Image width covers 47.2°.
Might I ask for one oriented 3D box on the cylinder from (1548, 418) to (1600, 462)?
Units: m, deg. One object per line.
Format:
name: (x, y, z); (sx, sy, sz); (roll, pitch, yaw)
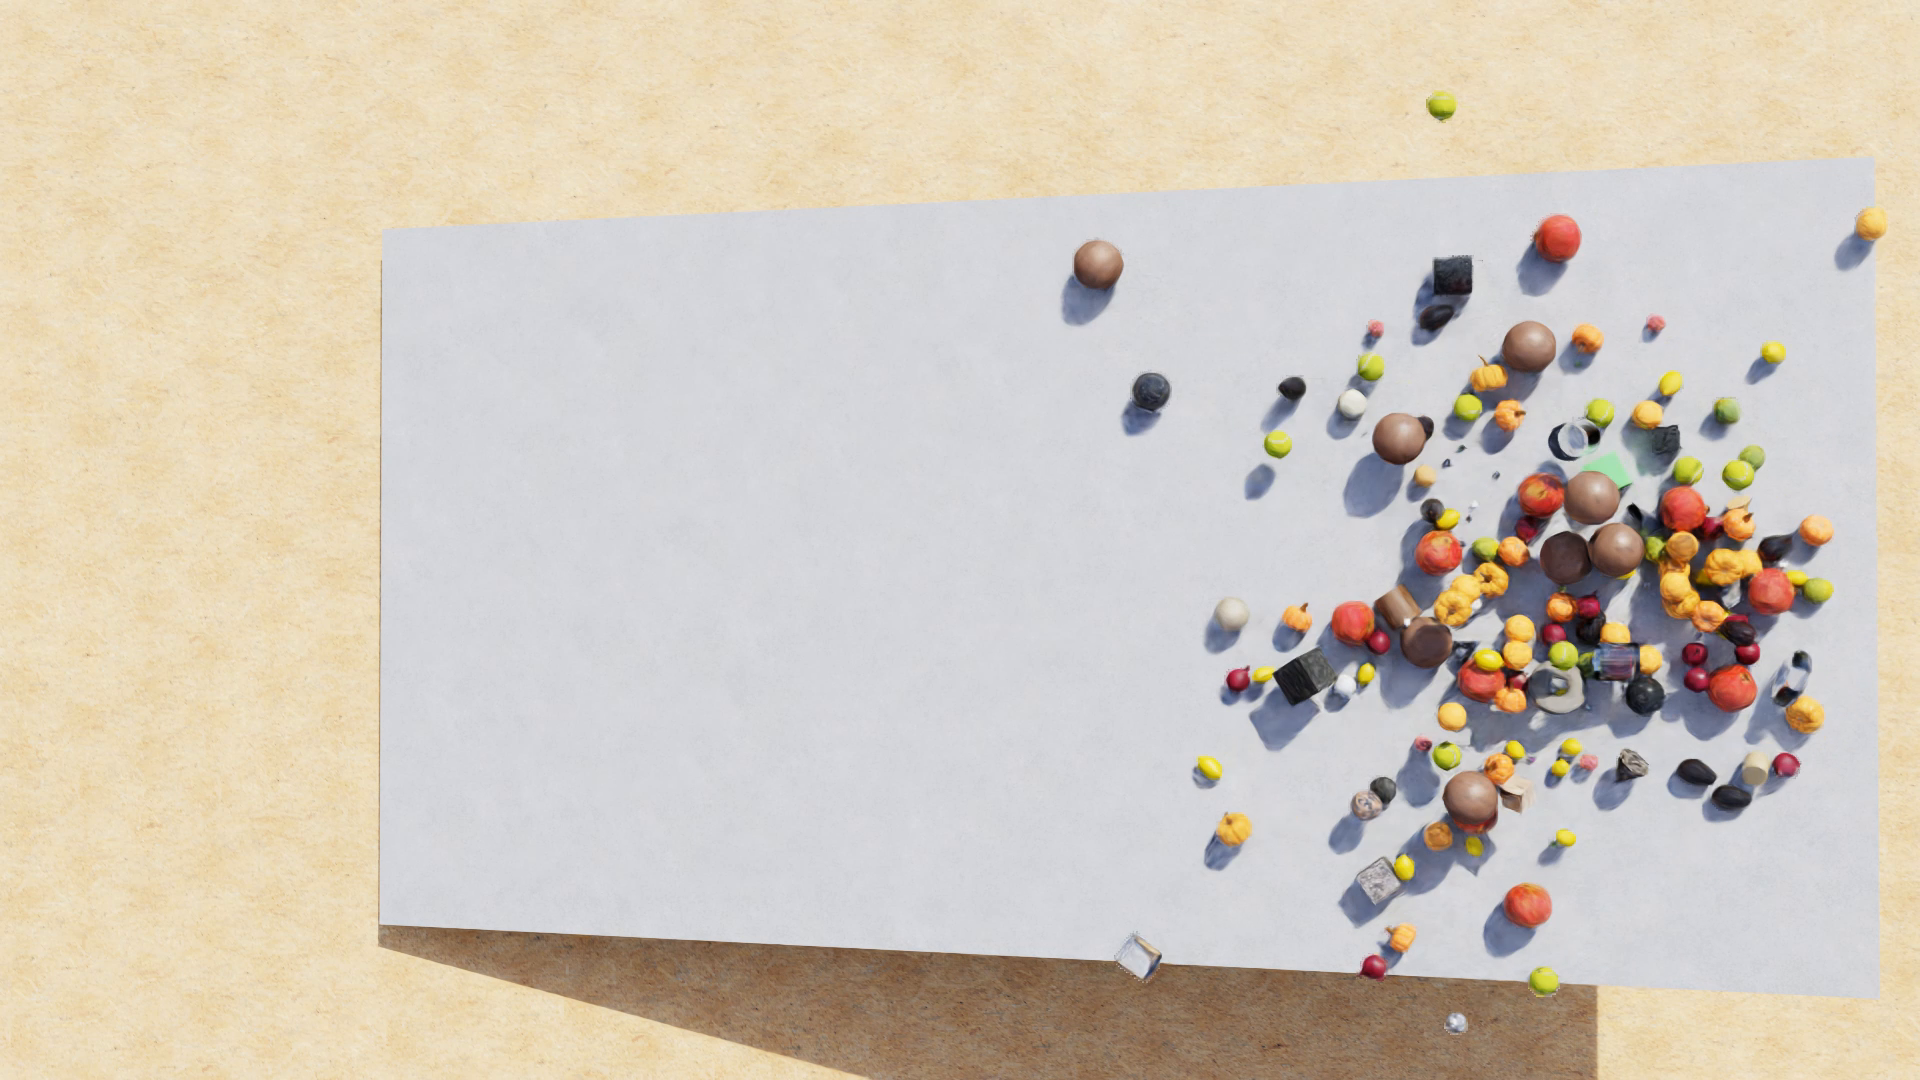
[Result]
cylinder: (1.477, -0.241, 5.286); (0.092, 0.092, 0.092); (10, 107, 37)

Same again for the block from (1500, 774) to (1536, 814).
block: (1.340, 0.611, 5.281); (0.057, 0.057, 0.057); (-38, 128, -31)

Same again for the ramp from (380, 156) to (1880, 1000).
ramp: (0.269, 0.096, 5.822); (4.000, 0.100, 2.000); (0, 89, 16)

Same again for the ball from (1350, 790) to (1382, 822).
ball: (1.008, 0.659, 5.457); (0.077, 0.077, 0.077); (0, 89, 0)

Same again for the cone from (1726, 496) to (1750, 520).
cone: (1.883, -0.068, 5.294); (0.056, 0.056, 0.056); (-29, 109, 0)

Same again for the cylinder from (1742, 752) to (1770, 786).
cylinder: (1.900, 0.546, 5.250); (0.059, 0.059, 0.059); (14, 127, 19)

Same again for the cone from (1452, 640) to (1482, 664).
cone: (1.270, 0.264, 5.463); (0.067, 0.067, 0.067); (-29, 89, -13)

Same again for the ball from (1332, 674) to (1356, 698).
ball: (0.967, 0.369, 5.534); (0.059, 0.059, 0.059); (0, 89, 0)

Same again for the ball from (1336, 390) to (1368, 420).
ball: (0.986, -0.341, 5.530); (0.076, 0.076, 0.076); (0, 89, 0)

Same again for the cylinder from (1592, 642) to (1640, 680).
cylinder: (1.574, 0.292, 5.270); (0.093, 0.093, 0.093); (0, 89, 5)

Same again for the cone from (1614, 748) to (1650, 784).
cone: (1.607, 0.563, 5.319); (0.083, 0.083, 0.083); (31, 127, 0)

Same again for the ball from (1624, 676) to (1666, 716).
ball: (1.656, 0.377, 5.317); (0.093, 0.093, 0.093); (0, 89, 0)

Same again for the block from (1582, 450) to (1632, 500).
block: (1.574, -0.156, 5.351); (0.087, 0.087, 0.087); (-29, 80, 14)

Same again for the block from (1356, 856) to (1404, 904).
block: (1.049, 0.848, 5.491); (0.082, 0.082, 0.082); (-37, 80, 12)

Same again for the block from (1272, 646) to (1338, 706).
block: (0.862, 0.340, 5.485); (0.097, 0.097, 0.097); (-40, 76, 44)

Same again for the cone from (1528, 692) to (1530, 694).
cone: (1.439, 0.346, 5.411); (0.072, 0.072, 0.072); (18, 68, 0)

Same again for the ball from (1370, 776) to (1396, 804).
ball: (1.058, 0.626, 5.499); (0.068, 0.068, 0.068); (0, 89, 0)

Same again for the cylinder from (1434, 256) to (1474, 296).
cylinder: (1.225, -0.655, 5.458); (0.091, 0.091, 0.091); (-1, 89, 16)

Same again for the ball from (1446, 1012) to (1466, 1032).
ball: (1.238, 1.203, 5.486); (0.050, 0.050, 0.050); (0, 89, 0)

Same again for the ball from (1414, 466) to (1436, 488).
ball: (1.160, -0.159, 5.487); (0.056, 0.056, 0.056); (0, 89, 0)

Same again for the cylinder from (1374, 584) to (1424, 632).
cylinder: (1.094, 0.169, 5.485); (0.088, 0.088, 0.088); (-32, 81, 0)

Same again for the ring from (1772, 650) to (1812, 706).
ring: (1.970, 0.327, 5.205); (0.048, 0.143, 0.143); (22, 89, 5)

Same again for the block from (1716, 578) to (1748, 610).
block: (1.854, 0.131, 5.281); (0.054, 0.054, 0.054); (-34, 73, 13)

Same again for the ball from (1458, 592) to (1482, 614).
ball: (1.265, 0.156, 5.452); (0.057, 0.057, 0.057); (0, 89, 0)

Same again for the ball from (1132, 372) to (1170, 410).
ball: (0.493, -0.383, 5.661); (0.099, 0.099, 0.099); (0, 89, 0)

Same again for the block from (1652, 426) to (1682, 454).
block: (1.712, -0.243, 5.327); (0.060, 0.060, 0.060); (-7, 86, 17)

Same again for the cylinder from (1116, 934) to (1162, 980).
cylinder: (0.458, 1.064, 5.611); (0.085, 0.085, 0.085); (36, 89, -2)

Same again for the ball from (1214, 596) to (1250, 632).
ball: (0.693, 0.188, 5.599); (0.090, 0.090, 0.090); (0, 89, 0)

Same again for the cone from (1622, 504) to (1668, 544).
cone: (1.678, -0.038, 5.343); (0.097, 0.097, 0.097); (2, 89, -10)

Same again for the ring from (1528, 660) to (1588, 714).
ring: (1.451, 0.357, 5.337); (0.139, 0.046, 0.139); (-4, 70, 11)
